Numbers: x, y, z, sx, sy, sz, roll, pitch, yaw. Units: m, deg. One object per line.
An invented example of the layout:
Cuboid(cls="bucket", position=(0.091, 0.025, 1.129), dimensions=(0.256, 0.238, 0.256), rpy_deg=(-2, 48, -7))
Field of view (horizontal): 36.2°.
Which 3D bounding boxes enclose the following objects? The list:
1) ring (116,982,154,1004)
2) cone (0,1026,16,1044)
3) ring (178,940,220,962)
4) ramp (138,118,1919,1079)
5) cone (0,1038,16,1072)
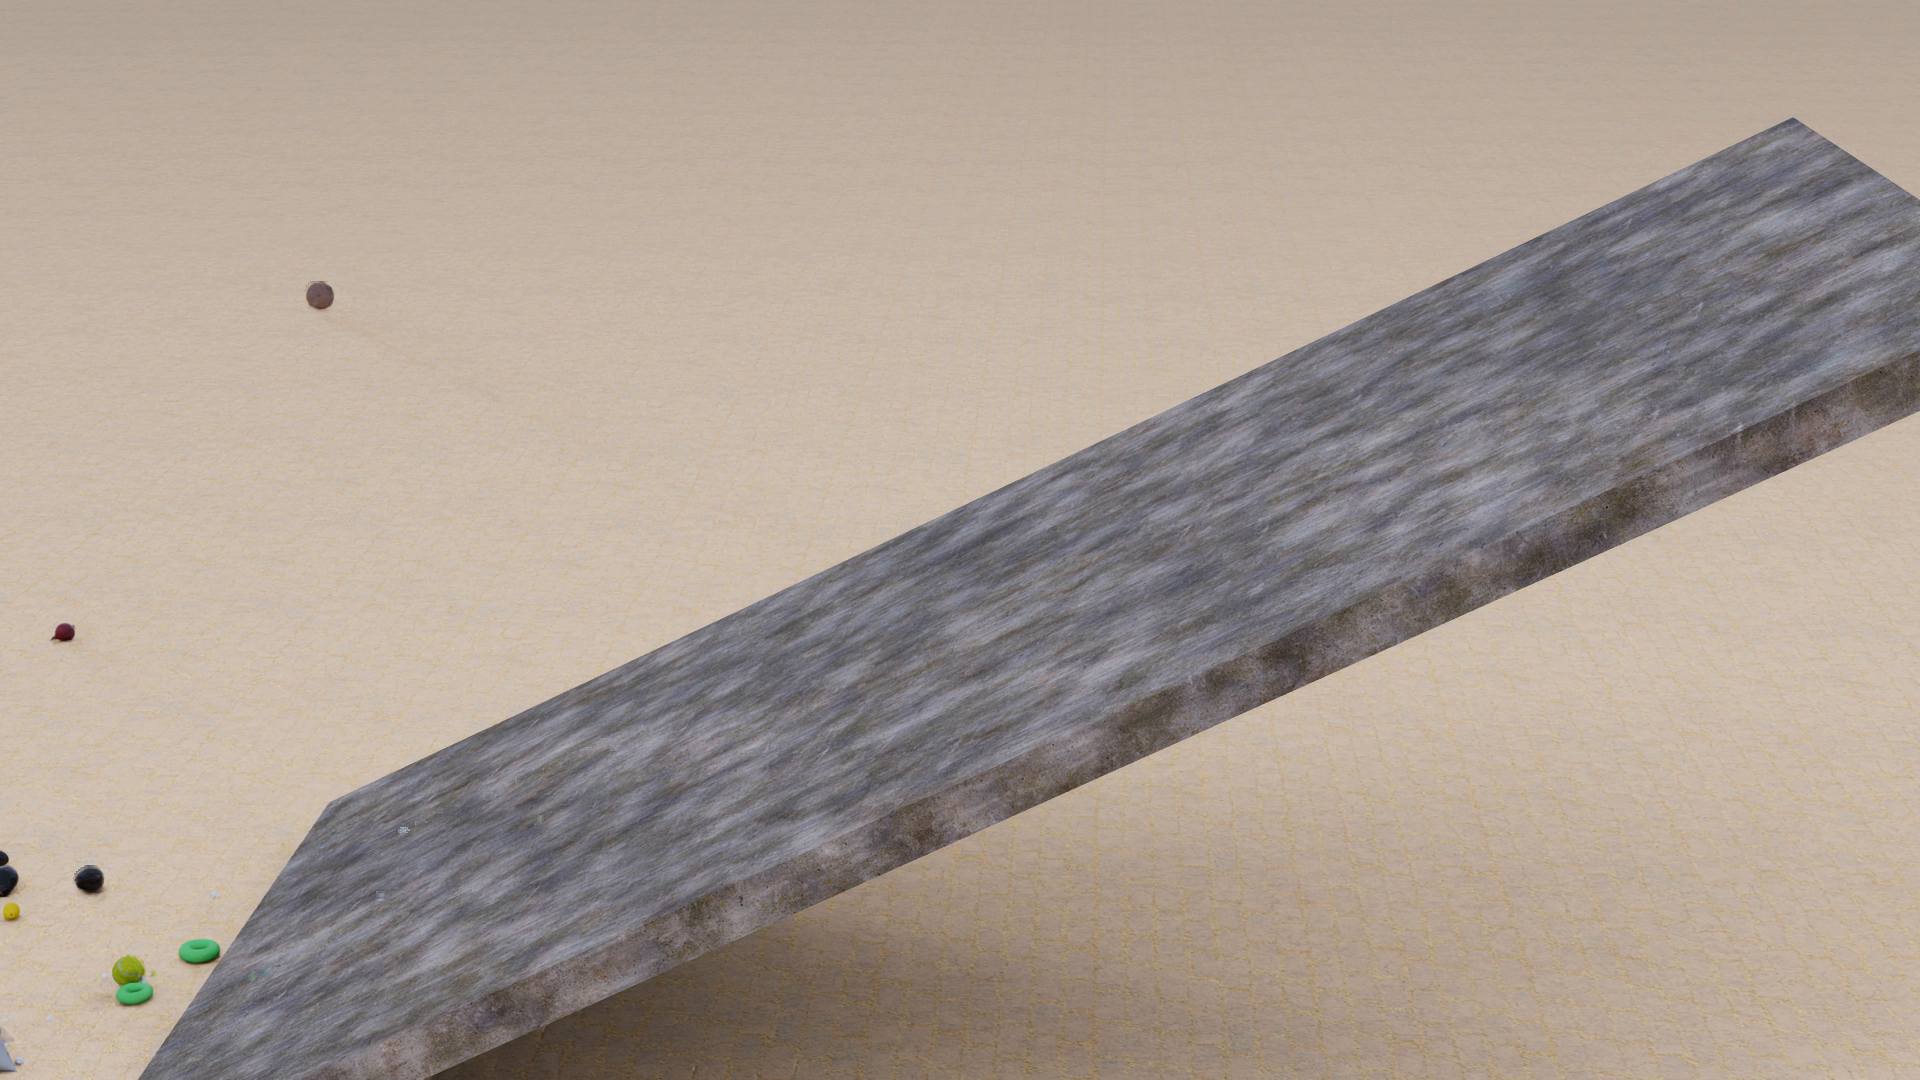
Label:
Cuboid(cls="ring", position=(-1.865, 1.025, 6.647), dimensions=(0.082, 0.027, 0.082), rpy_deg=(-1, 17, 0))
Cuboid(cls="cone", position=(-2.097, 1.085, 6.418), dimensions=(0.090, 0.090, 0.090), rpy_deg=(13, -6, 38))
Cuboid(cls="ring", position=(-1.775, 0.959, 6.863), dimensions=(0.094, 0.031, 0.094), rpy_deg=(1, 15, 0))
Cuboid(cls="ramp", position=(0.138, 0.168, 6.281), dimensions=(4.000, 0.100, 2.000), rpy_deg=(-25, 14, 10))
Cuboid(cls="cone", position=(-2.051, 1.121, 6.309), dimensions=(0.074, 0.074, 0.074), rpy_deg=(32, 24, 10))
